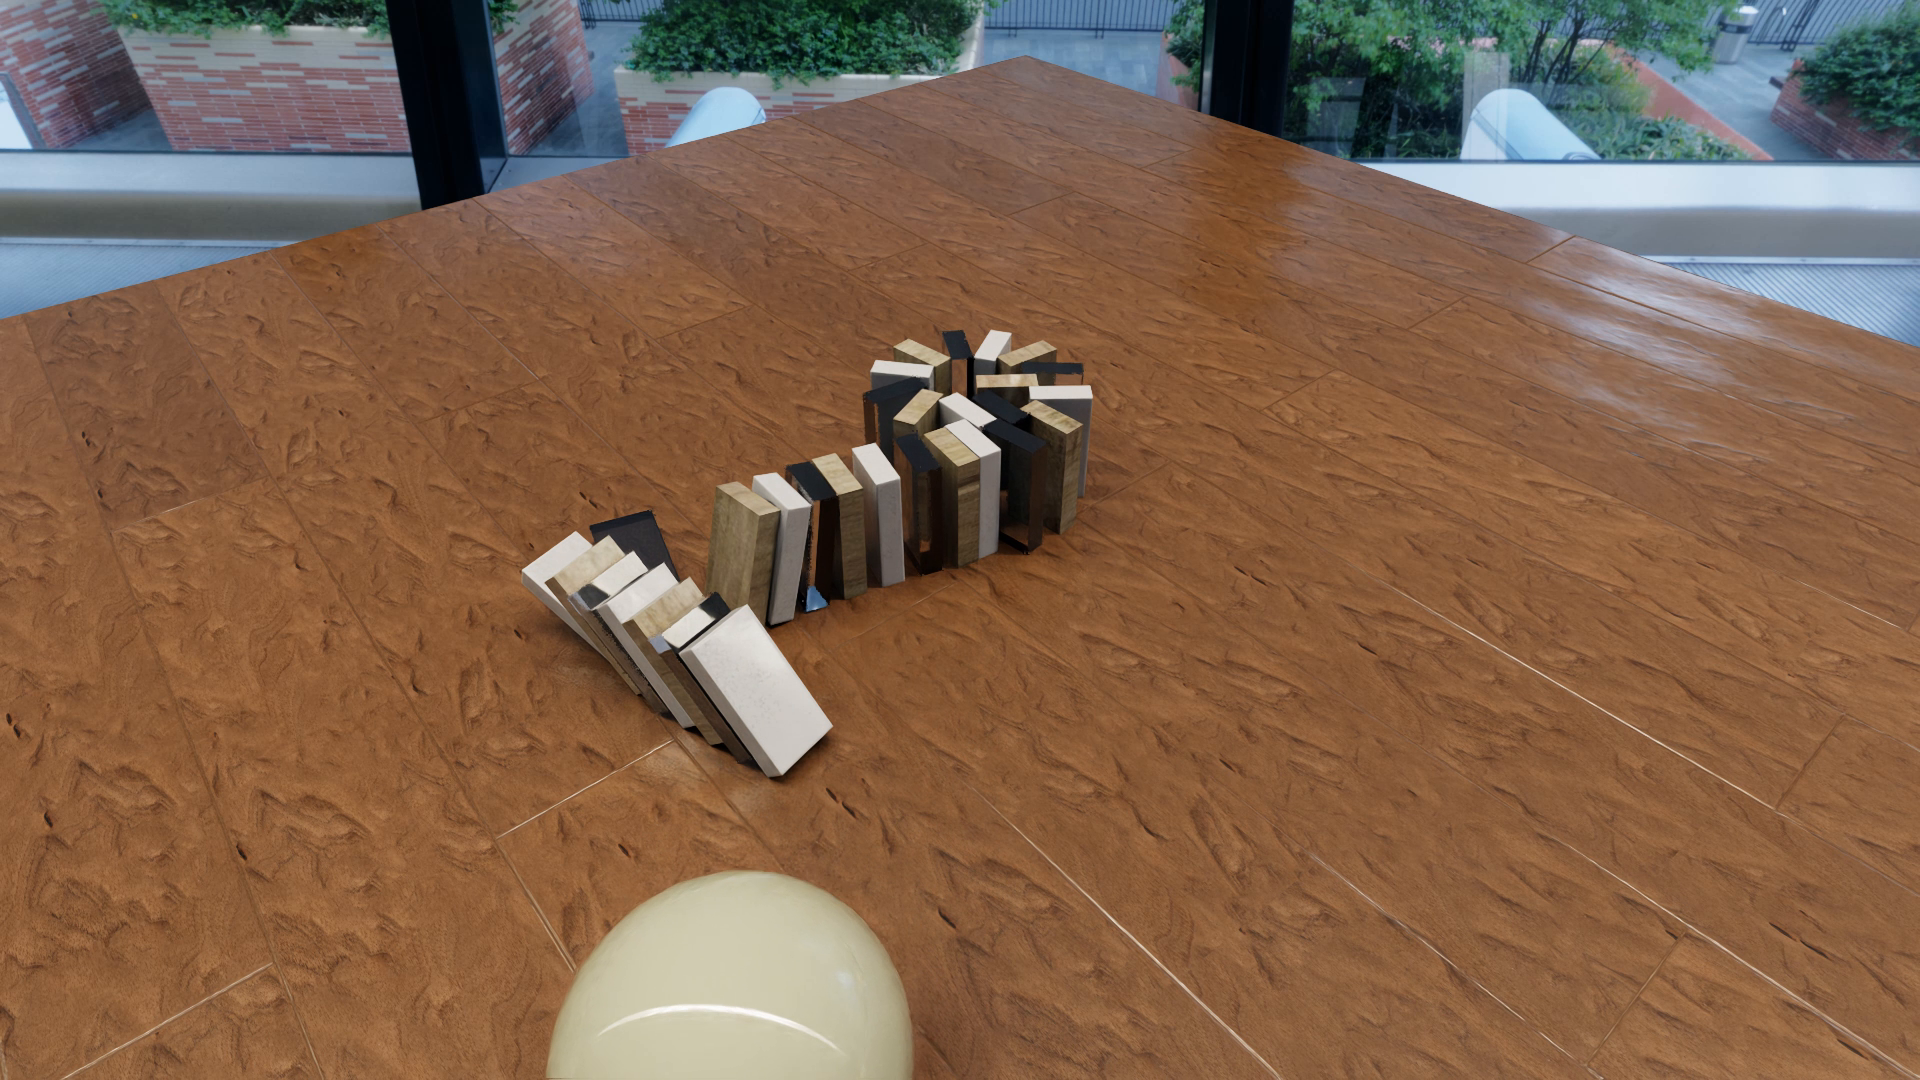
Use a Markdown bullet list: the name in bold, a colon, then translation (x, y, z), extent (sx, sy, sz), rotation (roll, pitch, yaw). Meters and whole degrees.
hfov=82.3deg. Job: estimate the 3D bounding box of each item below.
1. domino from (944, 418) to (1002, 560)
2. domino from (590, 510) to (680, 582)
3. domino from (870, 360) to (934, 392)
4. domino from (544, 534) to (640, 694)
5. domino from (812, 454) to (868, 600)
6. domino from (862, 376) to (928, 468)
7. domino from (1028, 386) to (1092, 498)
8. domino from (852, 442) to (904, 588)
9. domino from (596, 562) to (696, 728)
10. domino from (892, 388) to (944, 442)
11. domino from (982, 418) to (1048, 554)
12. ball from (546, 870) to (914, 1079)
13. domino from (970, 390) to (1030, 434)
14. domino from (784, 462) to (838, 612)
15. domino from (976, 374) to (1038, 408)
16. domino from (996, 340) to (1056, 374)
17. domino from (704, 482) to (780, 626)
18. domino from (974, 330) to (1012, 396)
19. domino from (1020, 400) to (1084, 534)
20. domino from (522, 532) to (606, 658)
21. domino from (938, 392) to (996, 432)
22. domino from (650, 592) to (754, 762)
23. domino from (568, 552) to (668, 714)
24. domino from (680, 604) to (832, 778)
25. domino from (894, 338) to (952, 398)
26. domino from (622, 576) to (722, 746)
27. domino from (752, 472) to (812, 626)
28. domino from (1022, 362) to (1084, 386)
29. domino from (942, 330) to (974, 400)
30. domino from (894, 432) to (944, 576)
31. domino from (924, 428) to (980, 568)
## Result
- **domino**: translation (0.005, -0.020, 0.436), extent (0.010, 0.050, 0.025), rotation (-22, 44, -25)
- **domino**: translation (-0.128, 0.009, 0.433), extent (0.025, 0.009, 0.050), rotation (-17, 42, -19)
- **domino**: translation (-0.024, -0.052, 0.475), extent (0.025, 0.050, 0.009), rotation (7, 40, 8)
- **domino**: translation (-0.118, 0.026, 0.384), extent (0.010, 0.050, 0.025), rotation (-21, 19, 48)
- **domino**: translation (-0.045, -0.005, 0.417), extent (0.010, 0.050, 0.025), rotation (-18, 43, -22)
- **domino**: translation (-0.026, -0.042, 0.462), extent (0.025, 0.050, 0.010), rotation (-22, 44, -25)
- **domino**: translation (0.041, -0.041, 0.461), extent (0.025, 0.050, 0.010), rotation (-1, 39, -1)
- **domino**: translation (-0.031, -0.009, 0.423), extent (0.010, 0.050, 0.025), rotation (-16, 42, -19)
- **domino**: translation (-0.097, 0.036, 0.372), extent (0.009, 0.050, 0.025), rotation (-21, 16, 48)
- **domino**: translation (-0.017, -0.034, 0.453), extent (0.009, 0.050, 0.025), rotation (17, 42, 20)
- **domino**: translation (0.021, -0.021, 0.437), extent (0.025, 0.050, 0.010), rotation (30, 48, 31)
- **ball**: translation (-0.050, 0.116, 0.247), extent (0.080, 0.080, 0.080), rotation (0, 39, 0)
- **domino**: translation (0.016, -0.034, 0.453), extent (0.010, 0.050, 0.025), rotation (-27, 47, -29)
- **domino**: translation (-0.057, -0.001, 0.412), extent (0.010, 0.050, 0.025), rotation (-13, 40, -29)
- **domino**: translation (0.019, -0.046, 0.468), extent (0.025, 0.050, 0.010), rotation (-2, 39, -2)
- **domino**: translation (0.029, -0.061, 0.485), extent (0.025, 0.050, 0.009), rotation (-24, 45, -27)
- **domino**: translation (-0.080, 0.007, 0.403), extent (0.025, 0.050, 0.009), rotation (31, 32, 32)
- **domino**: translation (0.014, -0.065, 0.491), extent (0.009, 0.050, 0.025), rotation (12, 41, 14)
- **domino**: translation (0.036, -0.029, 0.447), extent (0.010, 0.050, 0.025), rotation (-32, 49, -33)
- **domino**: translation (-0.131, 0.022, 0.399), extent (0.050, 0.010, 0.025), rotation (40, 52, 6)
- **domino**: translation (0.003, -0.032, 0.451), extent (0.009, 0.050, 0.025), rotation (-27, 46, -29)
- **domino**: translation (-0.076, 0.045, 0.361), extent (0.010, 0.050, 0.025), rotation (-21, 16, 48)
- **domino**: translation (-0.108, 0.032, 0.377), extent (0.009, 0.050, 0.025), rotation (-21, 18, 48)
- **domino**: translation (-0.066, 0.049, 0.356), extent (0.009, 0.050, 0.025), rotation (-20, 17, 49)
- **domino**: translation (-0.016, -0.061, 0.486), extent (0.025, 0.050, 0.010), rotation (29, 48, 31)
- **domino**: translation (-0.087, 0.040, 0.367), extent (0.009, 0.050, 0.025), rotation (-21, 16, 48)
- **domino**: translation (-0.069, 0.003, 0.407), extent (0.010, 0.050, 0.025), rotation (-12, 39, -38)
- **domino**: translation (0.039, -0.053, 0.476), extent (0.025, 0.050, 0.010), rotation (2, 39, 2)
- **domino**: translation (-0.001, -0.065, 0.491), extent (0.010, 0.050, 0.025), rotation (-7, 40, -8)
- **domino**: translation (-0.016, -0.013, 0.428), extent (0.010, 0.050, 0.025), rotation (-16, 42, -18)
- **domino**: translation (-0.003, -0.016, 0.431), extent (0.010, 0.050, 0.025), rotation (-22, 44, -24)
